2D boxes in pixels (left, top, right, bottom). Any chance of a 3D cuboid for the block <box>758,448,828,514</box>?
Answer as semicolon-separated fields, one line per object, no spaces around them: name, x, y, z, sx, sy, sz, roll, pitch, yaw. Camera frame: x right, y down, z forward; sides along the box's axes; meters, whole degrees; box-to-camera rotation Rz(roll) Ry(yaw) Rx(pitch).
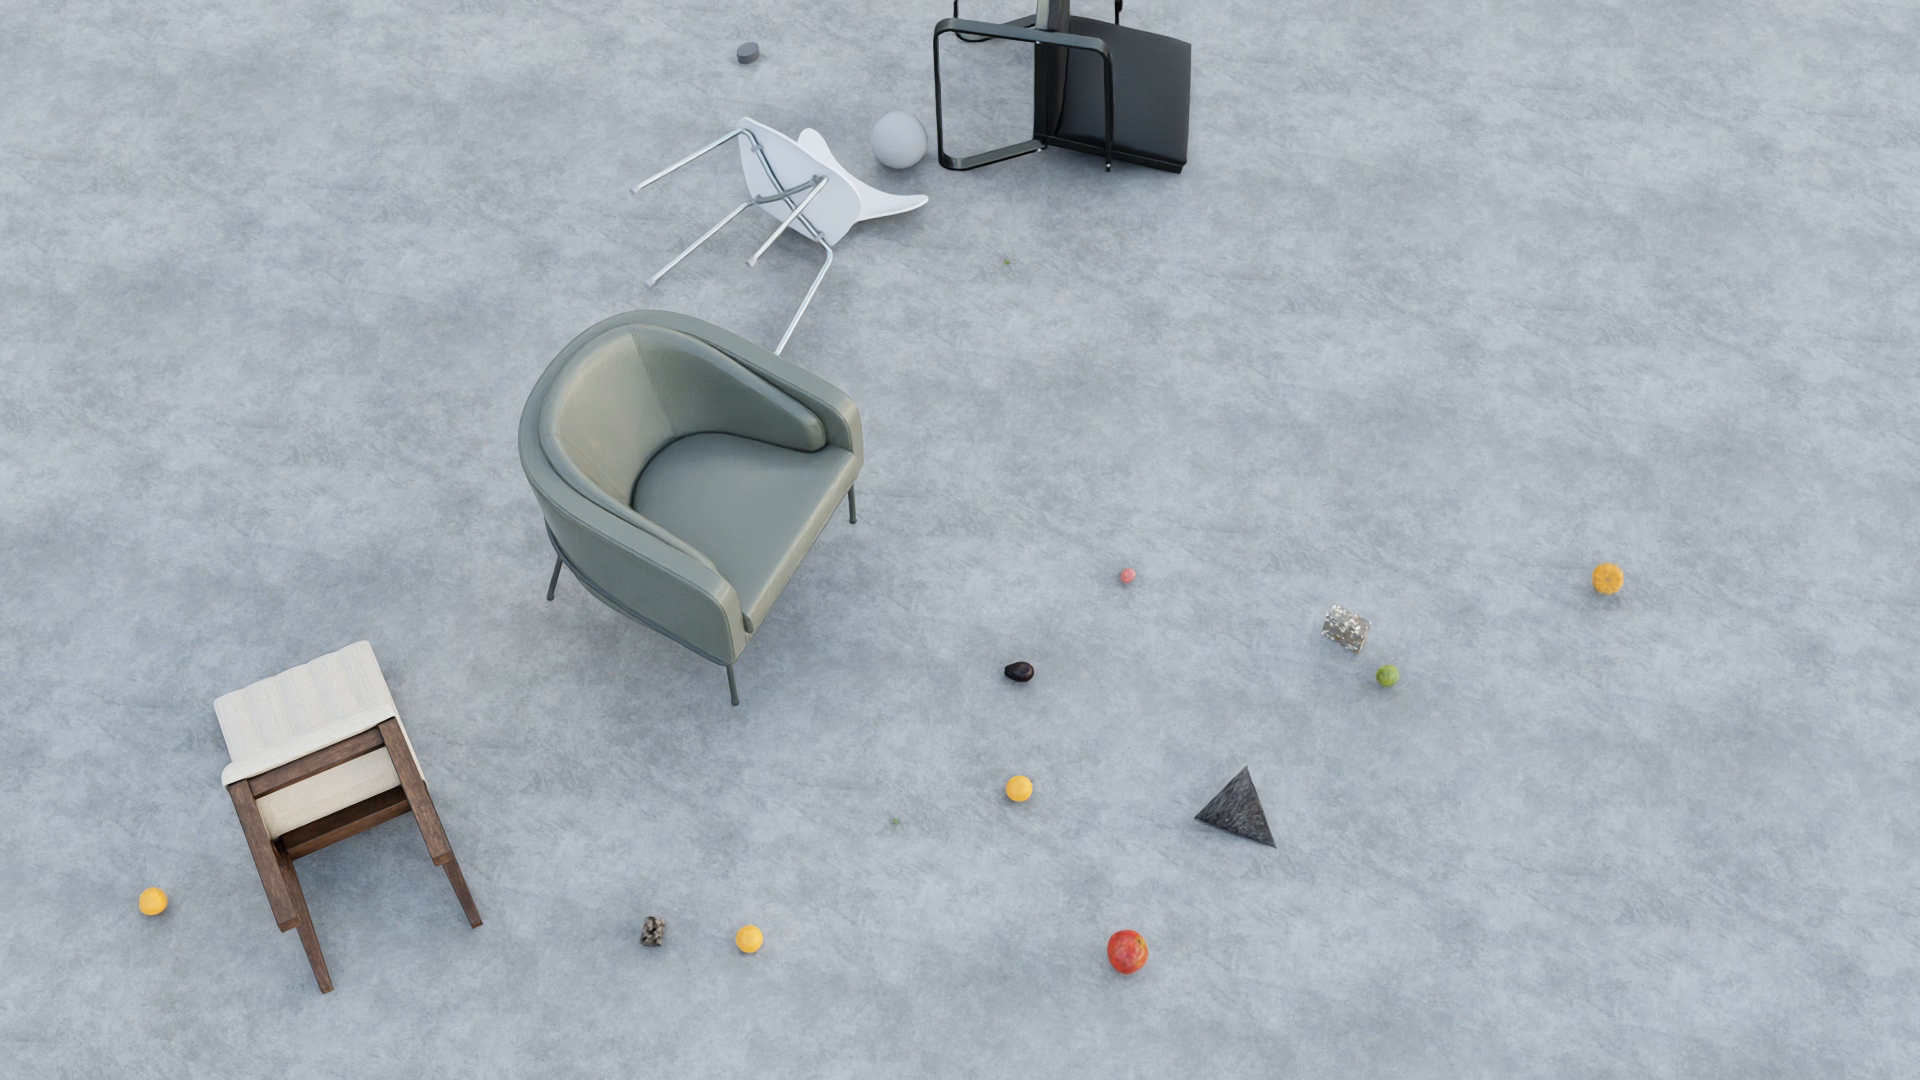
block;-0.504;-0.180;6.646;0.168;0.081;0.122;-27;60;-17

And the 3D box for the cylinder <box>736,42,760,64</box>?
cylinder;-0.741;-1.703;7.694;0.084;0.038;0.060;-33;62;-20

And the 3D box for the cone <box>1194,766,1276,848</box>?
cone;0.791;0.767;6.025;0.205;0.097;0.216;-44;81;-4

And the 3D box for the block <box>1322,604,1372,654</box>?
block;1.113;0.256;6.337;0.119;0.109;0.049;29;61;18

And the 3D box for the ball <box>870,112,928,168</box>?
ball;-0.203;-1.338;7.357;0.191;0.191;0.191;0;56;0
